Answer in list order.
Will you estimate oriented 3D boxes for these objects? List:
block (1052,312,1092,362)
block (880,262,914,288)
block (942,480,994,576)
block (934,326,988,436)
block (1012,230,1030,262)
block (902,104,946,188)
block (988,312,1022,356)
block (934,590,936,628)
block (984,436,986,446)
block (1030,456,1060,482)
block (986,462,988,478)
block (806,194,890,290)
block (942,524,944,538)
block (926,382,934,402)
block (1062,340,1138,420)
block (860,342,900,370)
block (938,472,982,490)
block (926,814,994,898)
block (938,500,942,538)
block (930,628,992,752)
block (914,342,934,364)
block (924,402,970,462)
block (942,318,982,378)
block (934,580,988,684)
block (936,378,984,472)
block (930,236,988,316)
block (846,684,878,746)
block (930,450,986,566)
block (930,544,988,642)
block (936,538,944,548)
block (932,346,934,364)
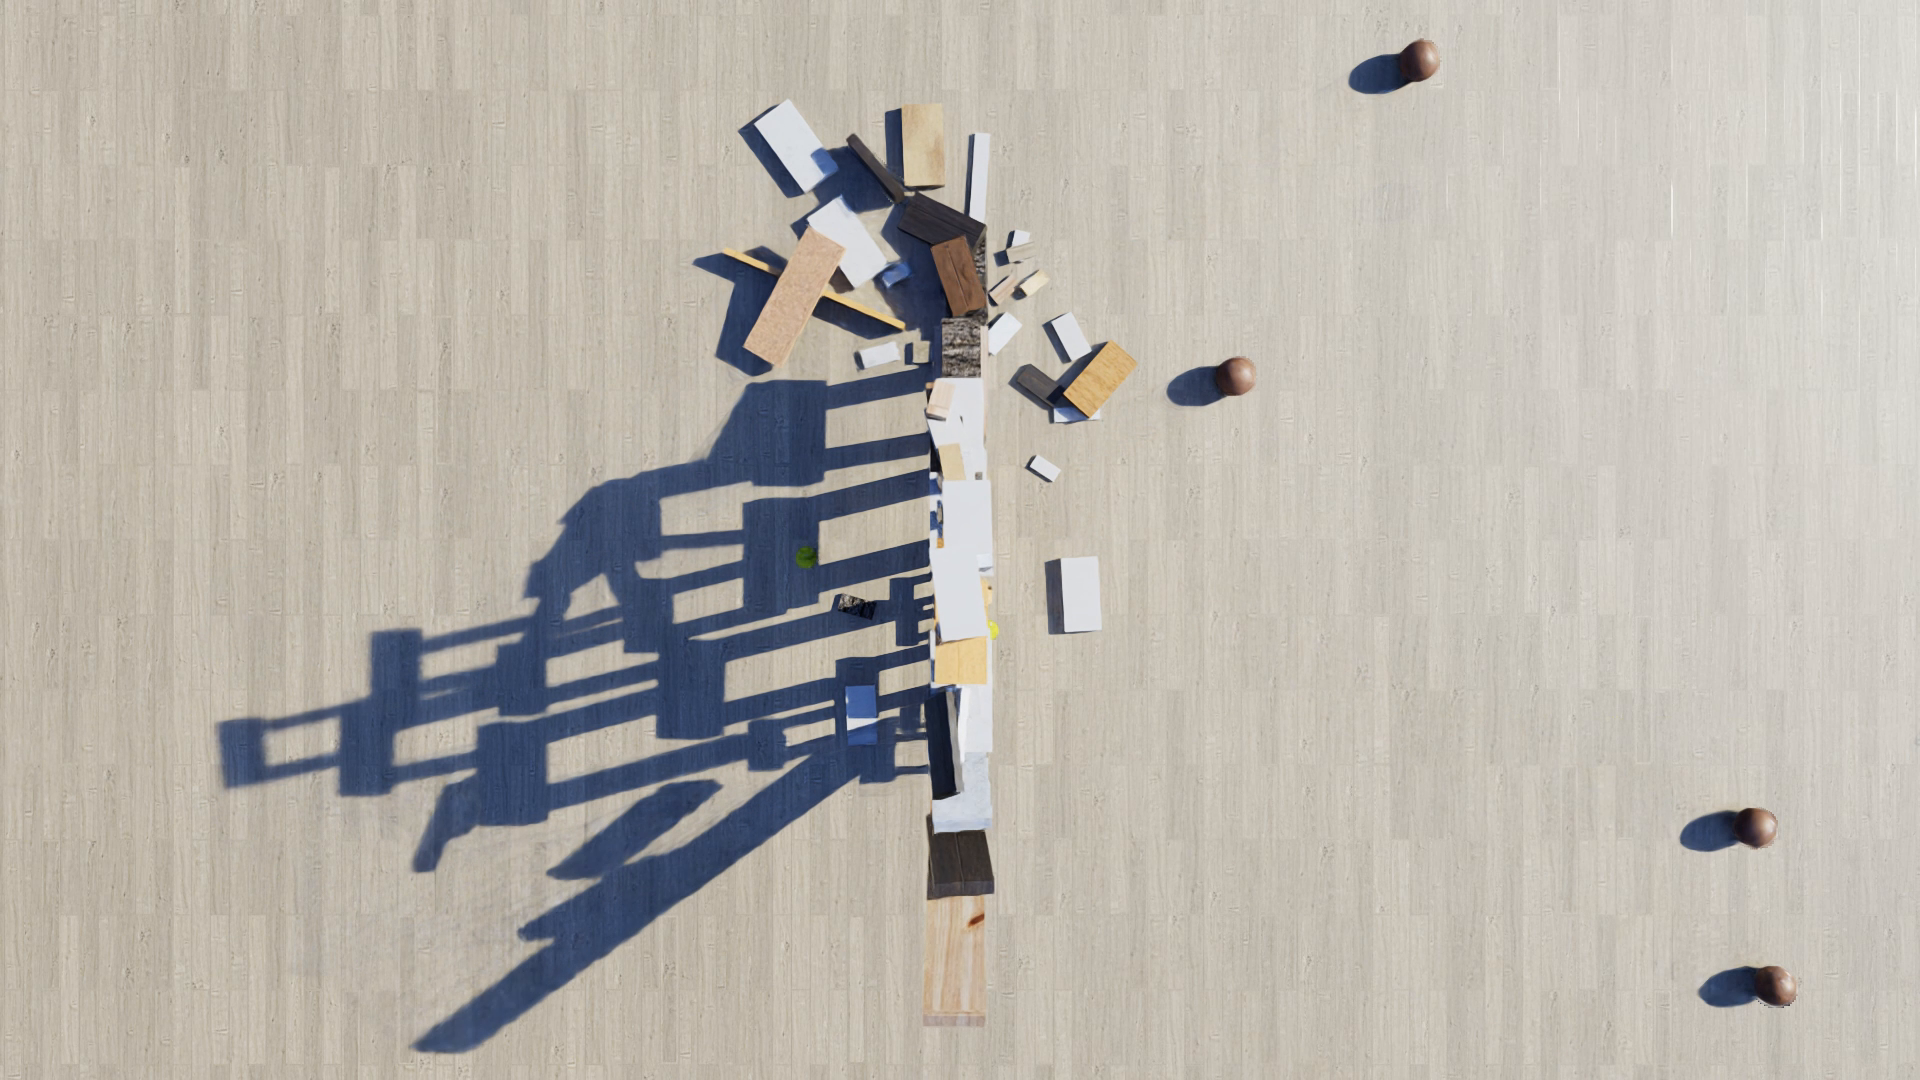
[{"bbox_3d":[0.371,-0.677,5.489,0.074,0.021,0.148,-28,90,0],"label":"block"},{"bbox_3d":[-0.209,-0.882,5.486,0.097,0.014,0.049,-27,75,-2],"label":"block"},{"bbox_3d":[0.020,-0.028,4.287,0.125,0.035,0.249,-2,88,0],"label":"block"},{"bbox_3d":[0.001,-0.494,5.135,0.169,0.048,0.338,1,90,0],"label":"block"},{"bbox_3d":[0.198,-0.979,5.493,0.050,0.014,0.099,13,90,0],"label":"block"},{"bbox_3d":[-0.122,-1.310,5.481,0.135,0.038,0.269,-2,90,0],"label":"block"},{"bbox_3d":[0.134,-0.684,5.480,0.071,0.020,0.141,42,81,1],"label":"block"},{"bbox_3d":[0.001,0.281,4.927,0.159,0.045,0.319,1,90,0],"label":"block"},{"bbox_3d":[-0.001,-0.361,5.329,0.169,0.338,0.048,0,83,0],"label":"block"},{"bbox_3d":[0.285,-0.239,5.493,0.094,0.013,0.047,33,90,0],"label":"block"},{"bbox_3d":[-0.003,-0.219,5.323,0.177,0.354,0.050,0,90,0],"label":"block"},{"bbox_3d":[-0.371,-0.988,5.480,0.140,0.040,0.281,-35,90,0],"label":"block"},{"bbox_3d":[-0.010,-0.056,4.623,0.080,0.023,0.159,0,70,-2],"label":"block"},{"bbox_3d":[-0.041,-0.438,4.992,0.118,0.236,0.033,0,85,0],"label":"block"},{"bbox_3d":[0.464,-0.533,5.471,0.122,0.035,0.244,42,86,-3],"label":"block"},{"bbox_3d":[-0.266,-0.615,5.490,0.122,0.017,0.061,-15,90,1],"label":"block"},{"bbox_3d":[0.000,-0.207,4.960,0.135,0.271,0.038,0,75,0],"label":"block"},{"bbox_3d":[-0.003,0.906,4.765,0.167,0.335,0.047,-3,115,-5],"label":"block"},{"bbox_3d":[-0.007,0.002,4.841,0.119,0.034,0.239,0,90,0],"label":"block"},{"bbox_3d":[0.004,0.414,4.543,0.167,0.047,0.335,-1,90,0],"label":"block"},{"bbox_3d":[-0.085,-0.624,5.490,0.141,0.020,0.071,0,90,0],"label":"block"},{"bbox_3d":[-0.038,-0.310,4.711,0.093,0.026,0.185,-11,54,-8],"label":"block"},{"bbox_3d":[0.005,-0.569,5.055,0.118,0.033,0.236,0,68,-1],"label":"block"},{"bbox_3d":[0.003,0.236,4.234,0.133,0.038,0.266,1,89,0],"label":"block"},{"bbox_3d":[0.000,-0.334,4.802,0.135,0.038,0.271,0,91,0],"label":"block"},{"bbox_3d":[-0.003,-0.862,5.390,0.118,0.033,0.236,-19,98,5],"label":"block"},{"bbox_3d":[-0.327,0.582,5.486,0.098,0.028,0.195,-3,90,0],"label":"block"},{"bbox_3d":[-0.005,-0.100,5.121,0.177,0.050,0.354,0,90,0],"label":"block"},{"bbox_3d":[-0.003,0.126,3.975,0.112,0.032,0.223,-8,90,0],"label":"block"},{"bbox_3d":[-0.003,0.112,4.569,0.119,0.034,0.238,-1,91,0],"label":"block"},{"bbox_3d":[-0.001,-0.572,5.330,0.169,0.338,0.048,0,86,0],"label":"block"}]
